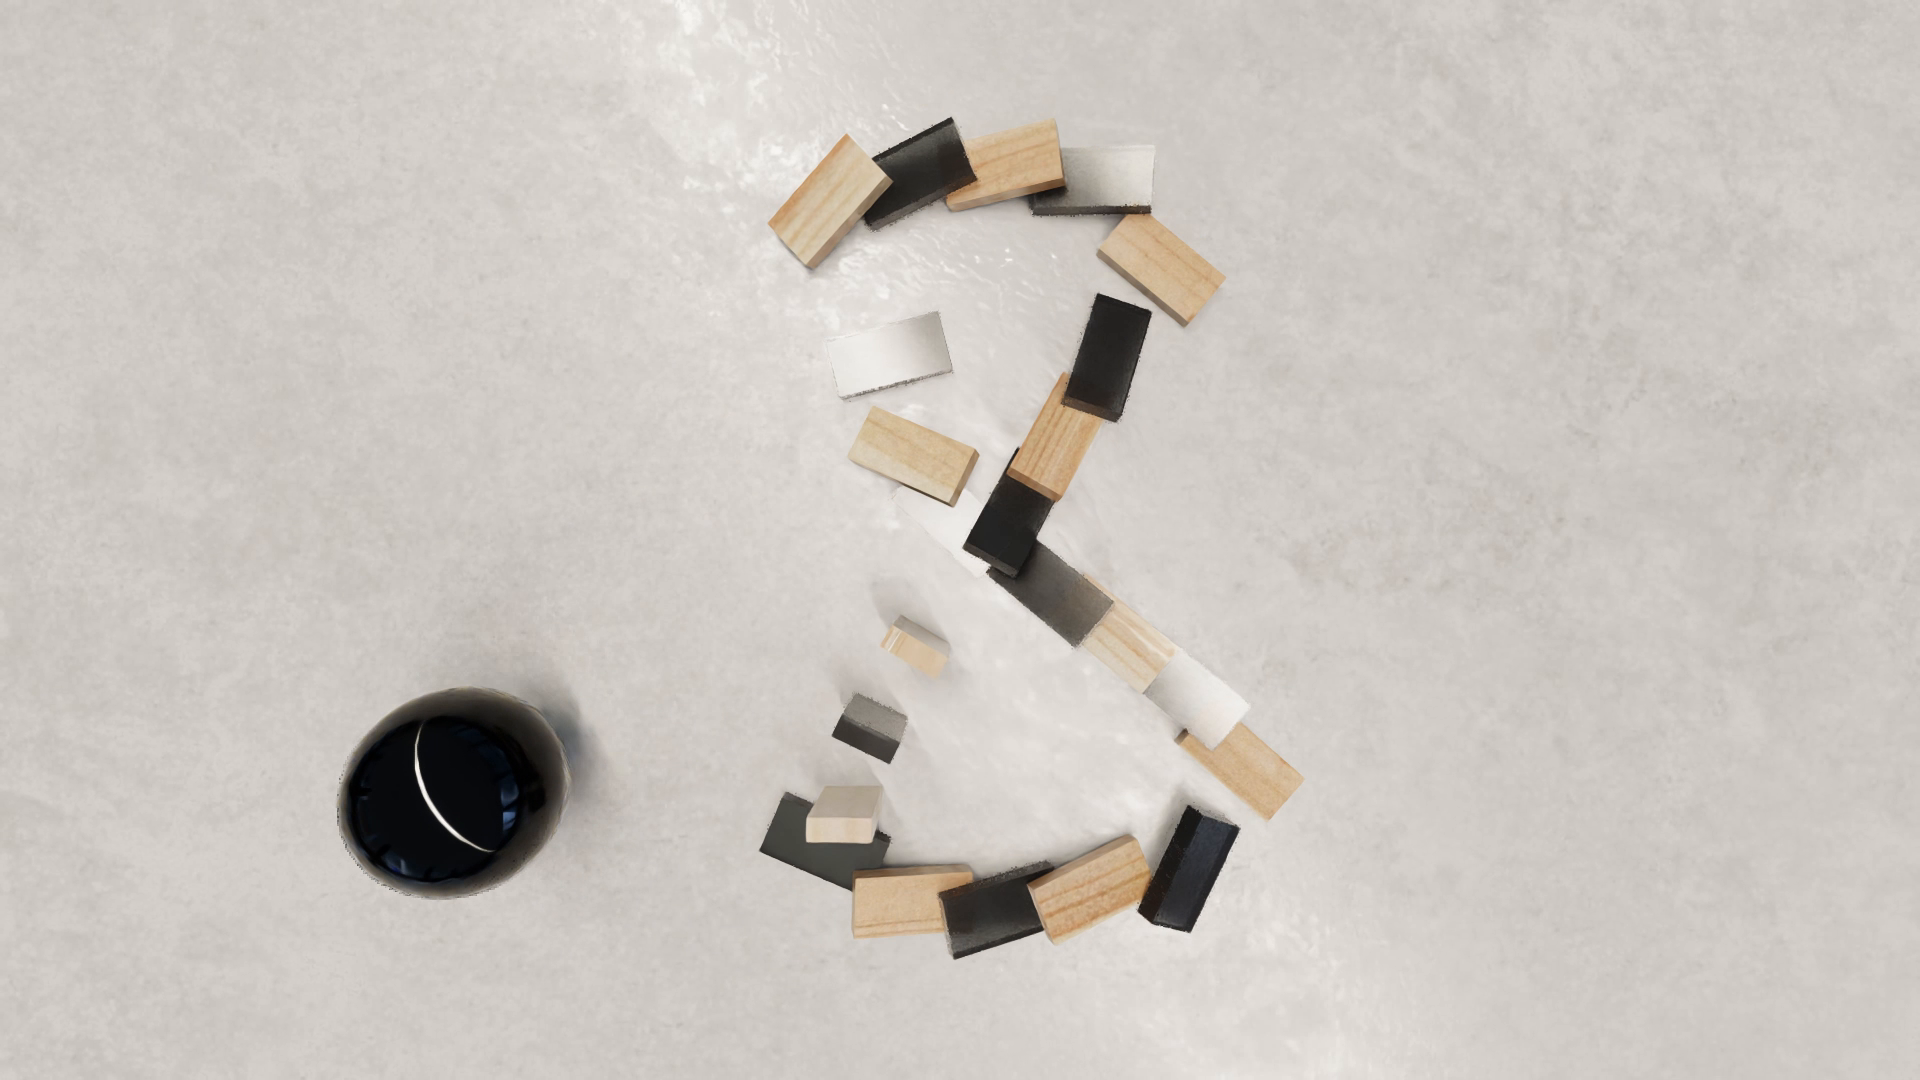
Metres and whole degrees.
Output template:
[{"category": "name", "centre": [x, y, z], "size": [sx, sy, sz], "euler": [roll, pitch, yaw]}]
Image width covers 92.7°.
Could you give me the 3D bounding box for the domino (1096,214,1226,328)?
[{"category": "domino", "centre": [0.087, -0.118, 0.395], "size": [0.050, 0.010, 0.025], "euler": [39, 90, 0]}]

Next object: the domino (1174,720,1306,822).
[{"category": "domino", "centre": [0.120, 0.095, 0.395], "size": [0.050, 0.010, 0.025], "euler": [41, 90, 0]}]

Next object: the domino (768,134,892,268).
[{"category": "domino", "centre": [-0.055, -0.143, 0.389], "size": [0.050, 0.010, 0.025], "euler": [-44, 85, 13]}]

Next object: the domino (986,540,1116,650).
[{"category": "domino", "centre": [0.038, 0.021, 0.388], "size": [0.050, 0.010, 0.025], "euler": [40, 90, 17]}]

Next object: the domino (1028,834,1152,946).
[{"category": "domino", "centre": [0.056, 0.148, 0.389], "size": [0.050, 0.010, 0.025], "euler": [-21, 90, -15]}]

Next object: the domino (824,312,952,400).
[{"category": "domino", "centre": [-0.030, -0.079, 0.395], "size": [0.050, 0.010, 0.025], "euler": [-14, 90, 0]}]

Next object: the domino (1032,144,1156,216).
[{"category": "domino", "centre": [0.057, -0.153, 0.389], "size": [0.050, 0.009, 0.025], "euler": [4, 90, 14]}]

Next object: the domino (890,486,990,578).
[{"category": "domino", "centre": [-0.003, -0.010, 0.395], "size": [0.050, 0.010, 0.025], "euler": [42, 90, 0]}]

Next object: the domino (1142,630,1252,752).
[{"category": "domino", "centre": [0.095, 0.063, 0.389], "size": [0.050, 0.010, 0.025], "euler": [40, 90, 14]}]

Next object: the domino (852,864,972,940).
[{"category": "domino", "centre": [-0.020, 0.153, 0.389], "size": [0.050, 0.010, 0.025], "euler": [2, 90, -14]}]

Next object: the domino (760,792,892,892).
[{"category": "domino", "centre": [-0.058, 0.131, 0.395], "size": [0.050, 0.009, 0.025], "euler": [23, 90, 0]}]

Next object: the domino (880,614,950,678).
[{"category": "domino", "centre": [-0.018, 0.043, 0.375], "size": [0.025, 0.050, 0.009], "euler": [30, 90, 0]}]

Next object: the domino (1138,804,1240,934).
[{"category": "domino", "centre": [0.098, 0.140, 0.390], "size": [0.025, 0.009, 0.050], "euler": [26, 90, -31]}]

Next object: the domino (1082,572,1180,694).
[{"category": "domino", "centre": [0.065, 0.040, 0.389], "size": [0.050, 0.010, 0.025], "euler": [40, 90, 15]}]

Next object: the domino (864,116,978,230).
[{"category": "domino", "centre": [-0.020, -0.155, 0.389], "size": [0.050, 0.009, 0.025], "euler": [-21, 89, 15]}]

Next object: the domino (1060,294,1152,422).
[{"category": "domino", "centre": [0.062, -0.077, 0.389], "size": [0.025, 0.009, 0.050], "euler": [19, 75, 0]}]

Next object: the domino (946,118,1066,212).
[{"category": "domino", "centre": [0.018, -0.159, 0.389], "size": [0.050, 0.010, 0.025], "euler": [-8, 90, 15]}]

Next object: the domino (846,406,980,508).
[{"category": "domino", "centre": [-0.020, -0.035, 0.387], "size": [0.050, 0.009, 0.025], "euler": [25, 85, 17]}]

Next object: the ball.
[{"category": "ball", "centre": [-0.196, 0.098, 0.360], "size": [0.080, 0.080, 0.080], "euler": [0, 90, 0]}]

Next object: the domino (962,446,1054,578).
[{"category": "domino", "centre": [0.023, -0.012, 0.386], "size": [0.025, 0.009, 0.050], "euler": [29, 68, 0]}]

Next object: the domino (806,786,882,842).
[{"category": "domino", "centre": [-0.046, 0.112, 0.375], "size": [0.025, 0.050, 0.010], "euler": [0, 89, 0]}]

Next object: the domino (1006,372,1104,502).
[{"category": "domino", "centre": [0.043, -0.044, 0.388], "size": [0.025, 0.010, 0.050], "euler": [29, 73, 0]}]

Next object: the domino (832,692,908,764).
[{"category": "domino", "centre": [-0.036, 0.076, 0.375], "size": [0.025, 0.050, 0.009], "euler": [26, 90, 0]}]

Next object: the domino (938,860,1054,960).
[{"category": "domino", "centre": [0.018, 0.156, 0.389], "size": [0.050, 0.010, 0.025], "euler": [-11, 90, -16]}]
